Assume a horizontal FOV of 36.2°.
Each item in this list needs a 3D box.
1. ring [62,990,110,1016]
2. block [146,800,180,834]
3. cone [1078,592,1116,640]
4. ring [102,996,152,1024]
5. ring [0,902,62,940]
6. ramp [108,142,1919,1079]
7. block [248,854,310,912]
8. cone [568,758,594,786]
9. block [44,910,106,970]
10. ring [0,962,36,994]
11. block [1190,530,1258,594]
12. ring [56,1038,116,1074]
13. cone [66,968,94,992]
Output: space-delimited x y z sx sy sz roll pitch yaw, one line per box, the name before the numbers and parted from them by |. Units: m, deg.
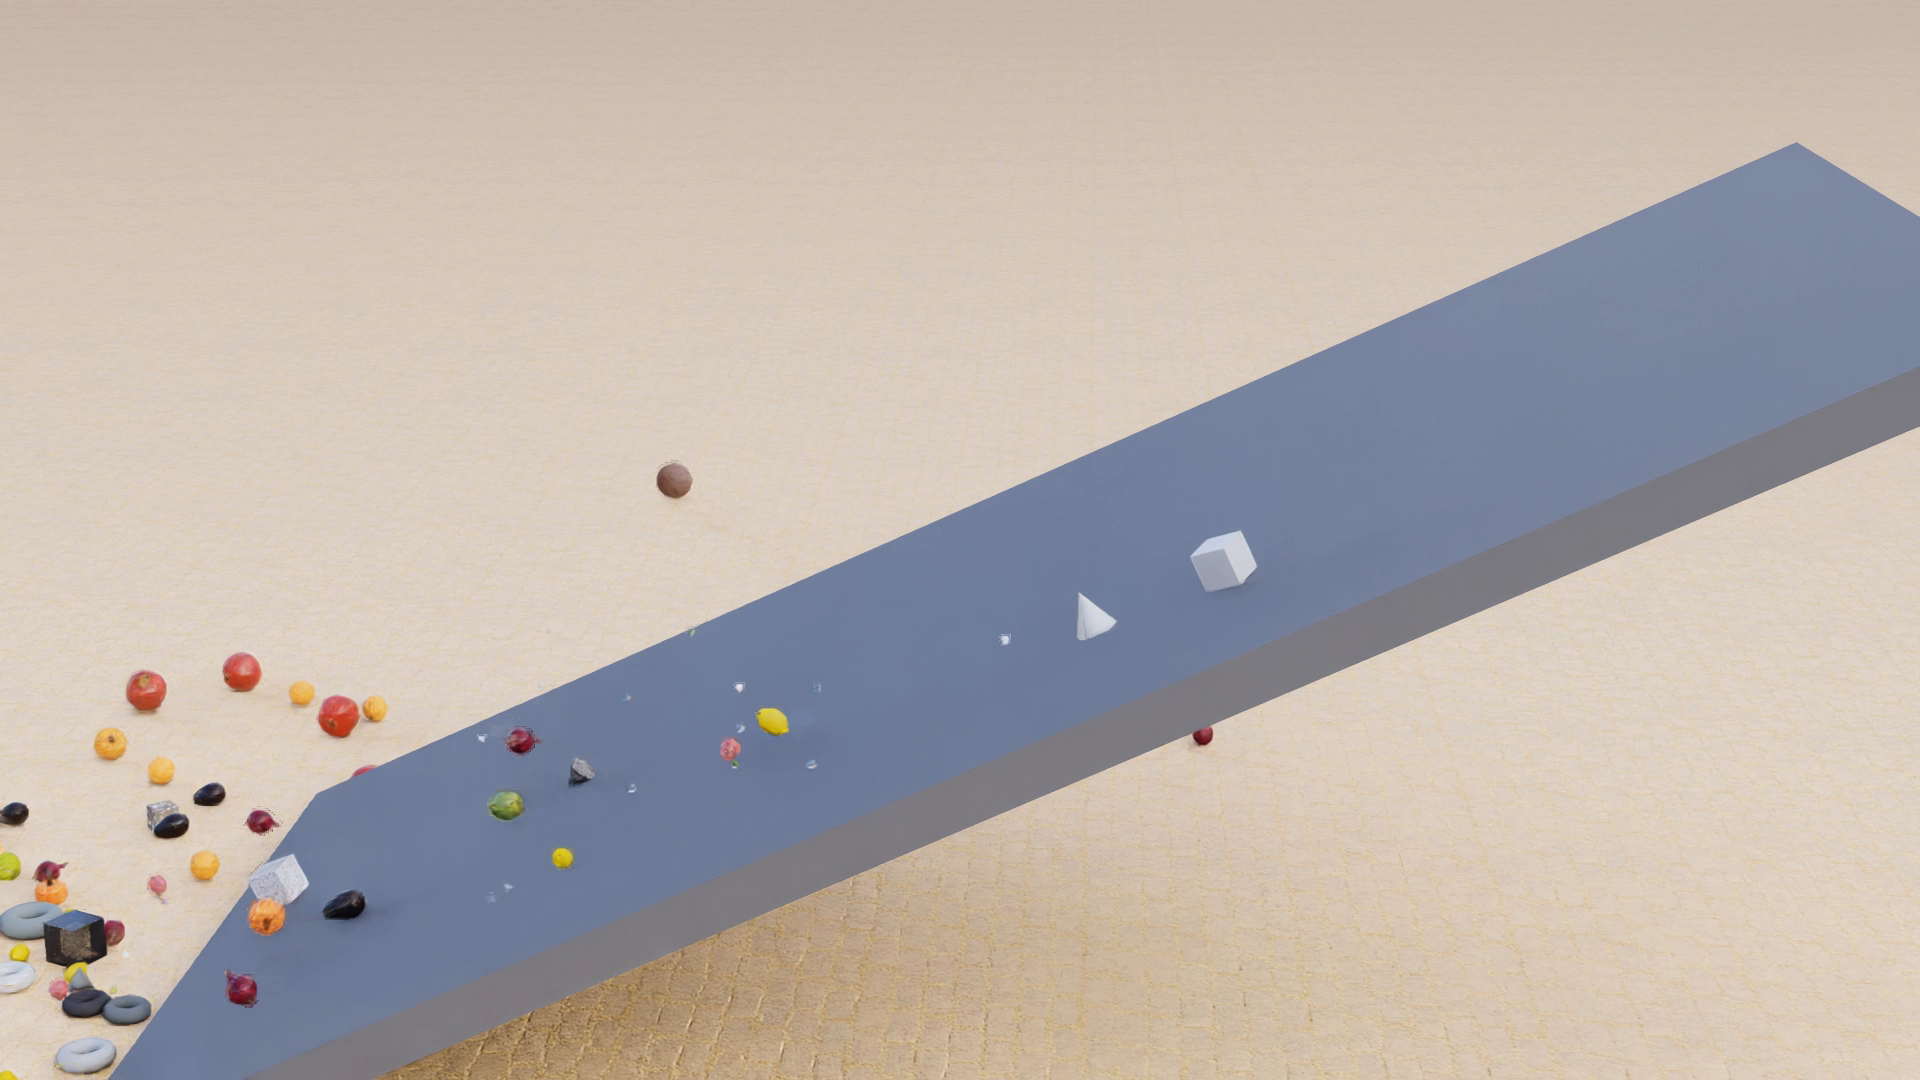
ring | -1.926 1.021 6.485 0.104 0.035 0.104 0 14 0
block | -2.042 0.711 7.543 0.063 0.063 0.063 -11 19 -34
cone | 0.250 0.139 5.773 0.084 0.084 0.084 -24 13 6
ring | -1.827 1.030 6.452 0.104 0.035 0.104 3 16 -1
ring | -2.182 0.895 6.912 0.149 0.050 0.149 0 17 0
ramp | 0.135 0.169 6.283 4.000 0.100 2.000 -24 13 9
block | -1.544 0.777 6.665 0.082 0.082 0.082 -20 14 24
cone | -0.845 0.522 6.469 0.059 0.059 0.059 33 23 -16
block | -2.030 0.917 6.748 0.094 0.094 0.094 9 18 29
ring | -2.139 0.983 6.611 0.121 0.040 0.121 -1 15 0
block | 0.509 0.042 5.674 0.080 0.080 0.080 -16 16 37
ring | -1.849 1.091 6.224 0.125 0.042 0.125 -1 14 0
cone | -1.980 0.997 6.588 0.059 0.059 0.059 -35 28 -18
